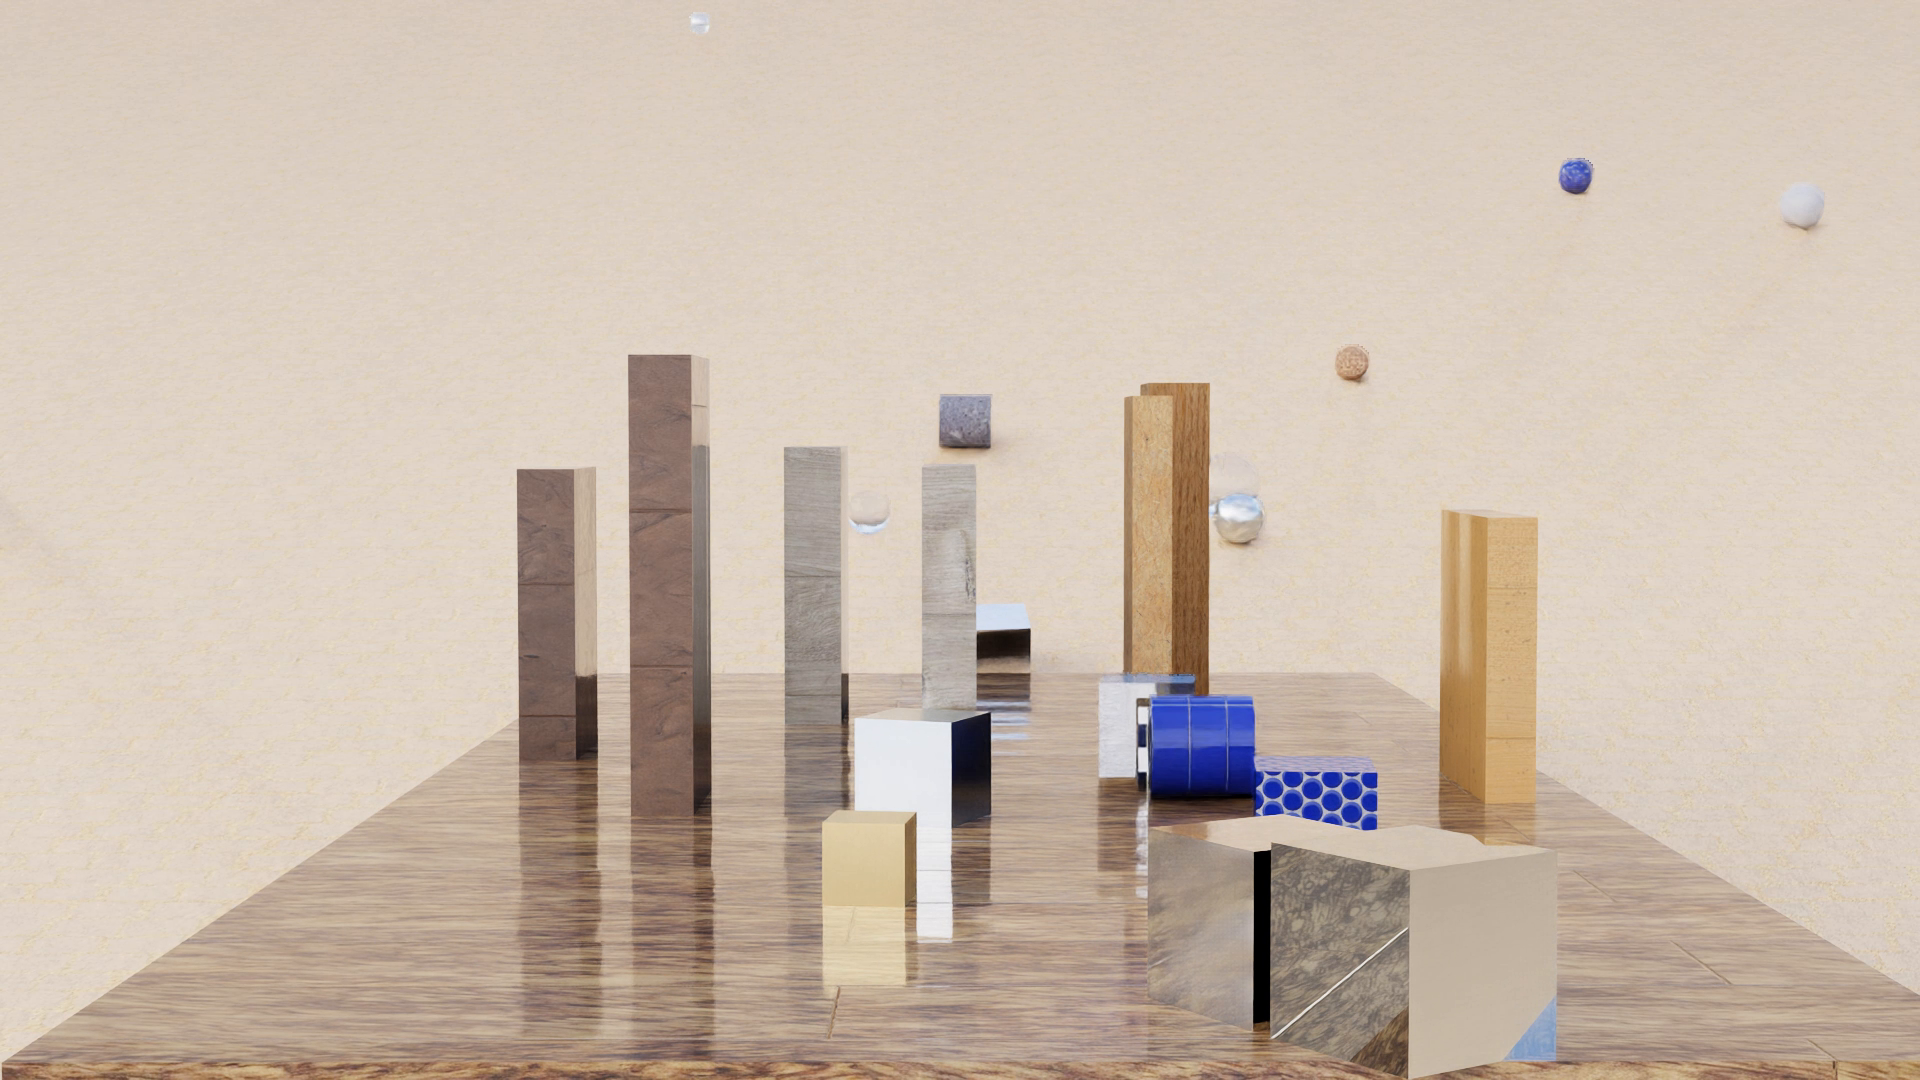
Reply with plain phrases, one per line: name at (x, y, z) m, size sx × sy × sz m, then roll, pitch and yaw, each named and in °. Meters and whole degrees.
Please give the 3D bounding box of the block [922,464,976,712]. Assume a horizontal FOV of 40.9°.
block at (-0.018, 0.153, 4.380) m, size 0.089 × 0.559 × 0.371 m, roll 0°, pitch 3°, yaw 0°

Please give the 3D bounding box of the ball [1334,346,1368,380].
ball at (1.350, -0.609, 8.877) m, size 0.117 × 0.117 × 0.117 m, roll 0°, pitch 23°, yaw 0°

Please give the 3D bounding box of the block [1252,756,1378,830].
block at (0.486, 0.389, 3.539) m, size 0.162 × 0.162 × 0.162 m, roll 0°, pitch 3°, yaw 5°

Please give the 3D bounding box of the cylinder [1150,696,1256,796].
cylinder at (0.408, 0.349, 4.352) m, size 0.170 × 0.170 × 0.170 m, roll 0°, pitch 23°, yaw 2°

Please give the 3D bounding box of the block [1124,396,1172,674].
block at (0.399, 0.039, 5.484) m, size 0.082 × 0.689 × 0.277 m, roll 0°, pitch 3°, yaw 0°

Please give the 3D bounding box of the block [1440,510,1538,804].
block at (0.913, 0.191, 4.465) m, size 0.083 × 0.475 × 0.407 m, roll 0°, pitch 3°, yaw 0°

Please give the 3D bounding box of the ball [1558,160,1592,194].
ball at (2.662, -1.571, 11.132) m, size 0.146 × 0.146 × 0.146 m, roll 0°, pitch 23°, yaw 0°

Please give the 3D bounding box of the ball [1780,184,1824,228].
ball at (3.476, -1.376, 10.624) m, size 0.180 × 0.180 × 0.180 m, roll 0°, pitch 23°, yaw 0°

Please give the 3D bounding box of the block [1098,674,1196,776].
block at (0.341, 0.335, 4.671) m, size 0.169 × 0.169 × 0.169 m, roll 0°, pitch 3°, yaw 6°

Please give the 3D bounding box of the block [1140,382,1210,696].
block at (0.488, 0.005, 5.878) m, size 0.135 × 0.722 × 0.279 m, roll 0°, pitch 3°, yaw 0°

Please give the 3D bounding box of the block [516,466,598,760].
block at (-0.773, 0.134, 4.953) m, size 0.107 × 0.547 × 0.294 m, roll 0°, pitch 3°, yaw 0°

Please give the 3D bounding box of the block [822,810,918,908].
block at (-0.119, 0.421, 3.409) m, size 0.109 × 0.109 × 0.109 m, roll 0°, pitch 3°, yaw 7°

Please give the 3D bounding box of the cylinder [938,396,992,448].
cylinder at (0.017, -0.378, 8.264) m, size 0.163 × 0.163 × 0.163 m, roll 1°, pitch 23°, yaw 2°

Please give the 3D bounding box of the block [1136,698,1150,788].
block at (0.381, 0.356, 4.510) m, size 0.142 × 0.142 × 0.142 m, roll 0°, pitch 3°, yaw 2°

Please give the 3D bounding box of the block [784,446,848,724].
block at (-0.309, 0.088, 5.587) m, size 0.119 × 0.582 × 0.380 m, roll 0°, pitch 3°, yaw 0°

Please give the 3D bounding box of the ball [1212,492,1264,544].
ball at (0.815, -0.064, 7.538) m, size 0.149 × 0.149 × 0.149 m, roll 0°, pitch 23°, yaw 0°

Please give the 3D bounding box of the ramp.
ramp at (0.053, 0.476, 4.536) m, size 2.000 × 0.100 × 4.000 m, roll 0°, pitch 3°, yaw 0°

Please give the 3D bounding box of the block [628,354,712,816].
block at (-0.479, 0.067, 4.273) m, size 0.101 × 0.741 × 0.305 m, roll 0°, pitch 3°, yaw 0°

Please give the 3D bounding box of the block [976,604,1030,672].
block at (0.097, 0.272, 6.727) m, size 0.158 × 0.158 × 0.158 m, roll -2°, pitch 23°, yaw -5°

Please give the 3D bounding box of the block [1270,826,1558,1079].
block at (0.457, 0.410, 2.603) m, size 0.202 × 0.202 × 0.202 m, roll -2°, pitch 3°, yaw -34°

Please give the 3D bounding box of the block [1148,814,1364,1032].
block at (0.334, 0.409, 2.785) m, size 0.187 × 0.187 × 0.187 m, roll -2°, pitch 3°, yaw -31°

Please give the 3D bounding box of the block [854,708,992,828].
block at (-0.058, 0.362, 4.112) m, size 0.165 × 0.165 × 0.165 m, roll 1°, pitch 3°, yaw 23°

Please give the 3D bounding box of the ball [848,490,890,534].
ball at (-0.271, -0.080, 7.605) m, size 0.129 × 0.129 × 0.129 m, roll 0°, pitch 23°, yaw 0°

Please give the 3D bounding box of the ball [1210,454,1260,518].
ball at (0.791, -0.157, 7.688) m, size 0.205 × 0.205 × 0.205 m, roll 0°, pitch 23°, yaw 0°

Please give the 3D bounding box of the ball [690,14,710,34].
ball at (-1.441, -2.856, 14.240) m, size 0.109 × 0.109 × 0.109 m, roll 0°, pitch 23°, yaw 0°
